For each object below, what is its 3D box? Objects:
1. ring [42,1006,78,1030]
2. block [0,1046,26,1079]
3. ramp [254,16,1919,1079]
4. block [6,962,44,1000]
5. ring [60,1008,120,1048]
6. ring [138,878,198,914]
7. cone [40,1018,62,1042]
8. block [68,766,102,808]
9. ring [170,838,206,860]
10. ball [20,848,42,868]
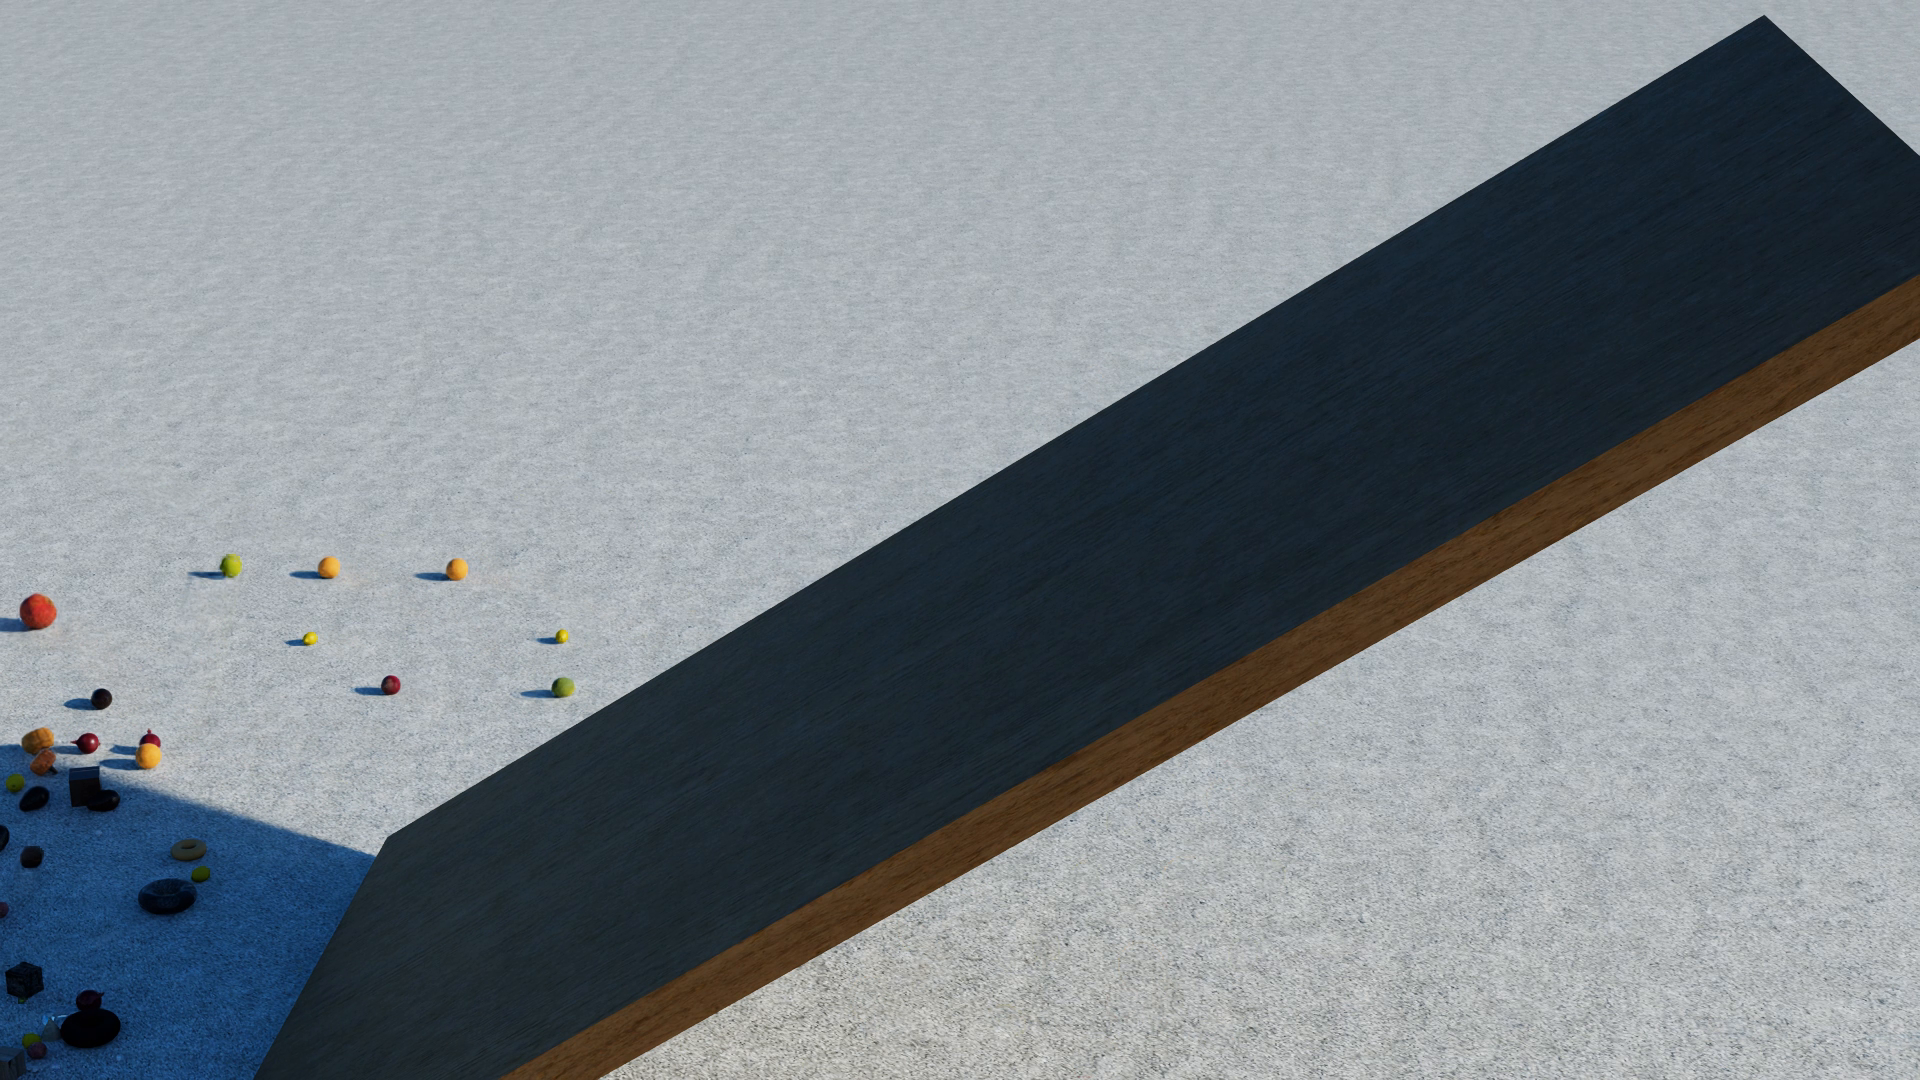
[{"bbox_3d":[-2.121,1.127,6.942,0.087,0.029,0.087,1,21,0],"label":"ring"},{"bbox_3d":[-2.175,1.197,6.710,0.057,0.057,0.057,7,21,18],"label":"block"},{"bbox_3d":[0.140,0.170,6.295,4.000,0.100,2.000,-31,15,14],"label":"ramp"},{"bbox_3d":[-2.251,1.060,7.078,0.060,0.060,0.060,11,23,28],"label":"block"},{"bbox_3d":[-2.034,1.142,6.879,0.136,0.045,0.136,1,21,0],"label":"ring"},{"bbox_3d":[-2.022,0.909,7.505,0.147,0.049,0.147,1,19,0],"label":"ring"},{"bbox_3d":[-2.126,1.137,6.879,0.053,0.053,0.053,0,20,0],"label":"cone"},{"bbox_3d":[-2.404,0.678,8.088,0.080,0.080,0.080,-5,21,-14],"label":"block"},{"bbox_3d":[-2.039,0.819,7.775,0.094,0.031,0.094,-1,21,0],"label":"ring"},{"bbox_3d":[-2.433,0.833,7.702,0.056,0.056,0.056,0,20,0],"label":"ball"}]
